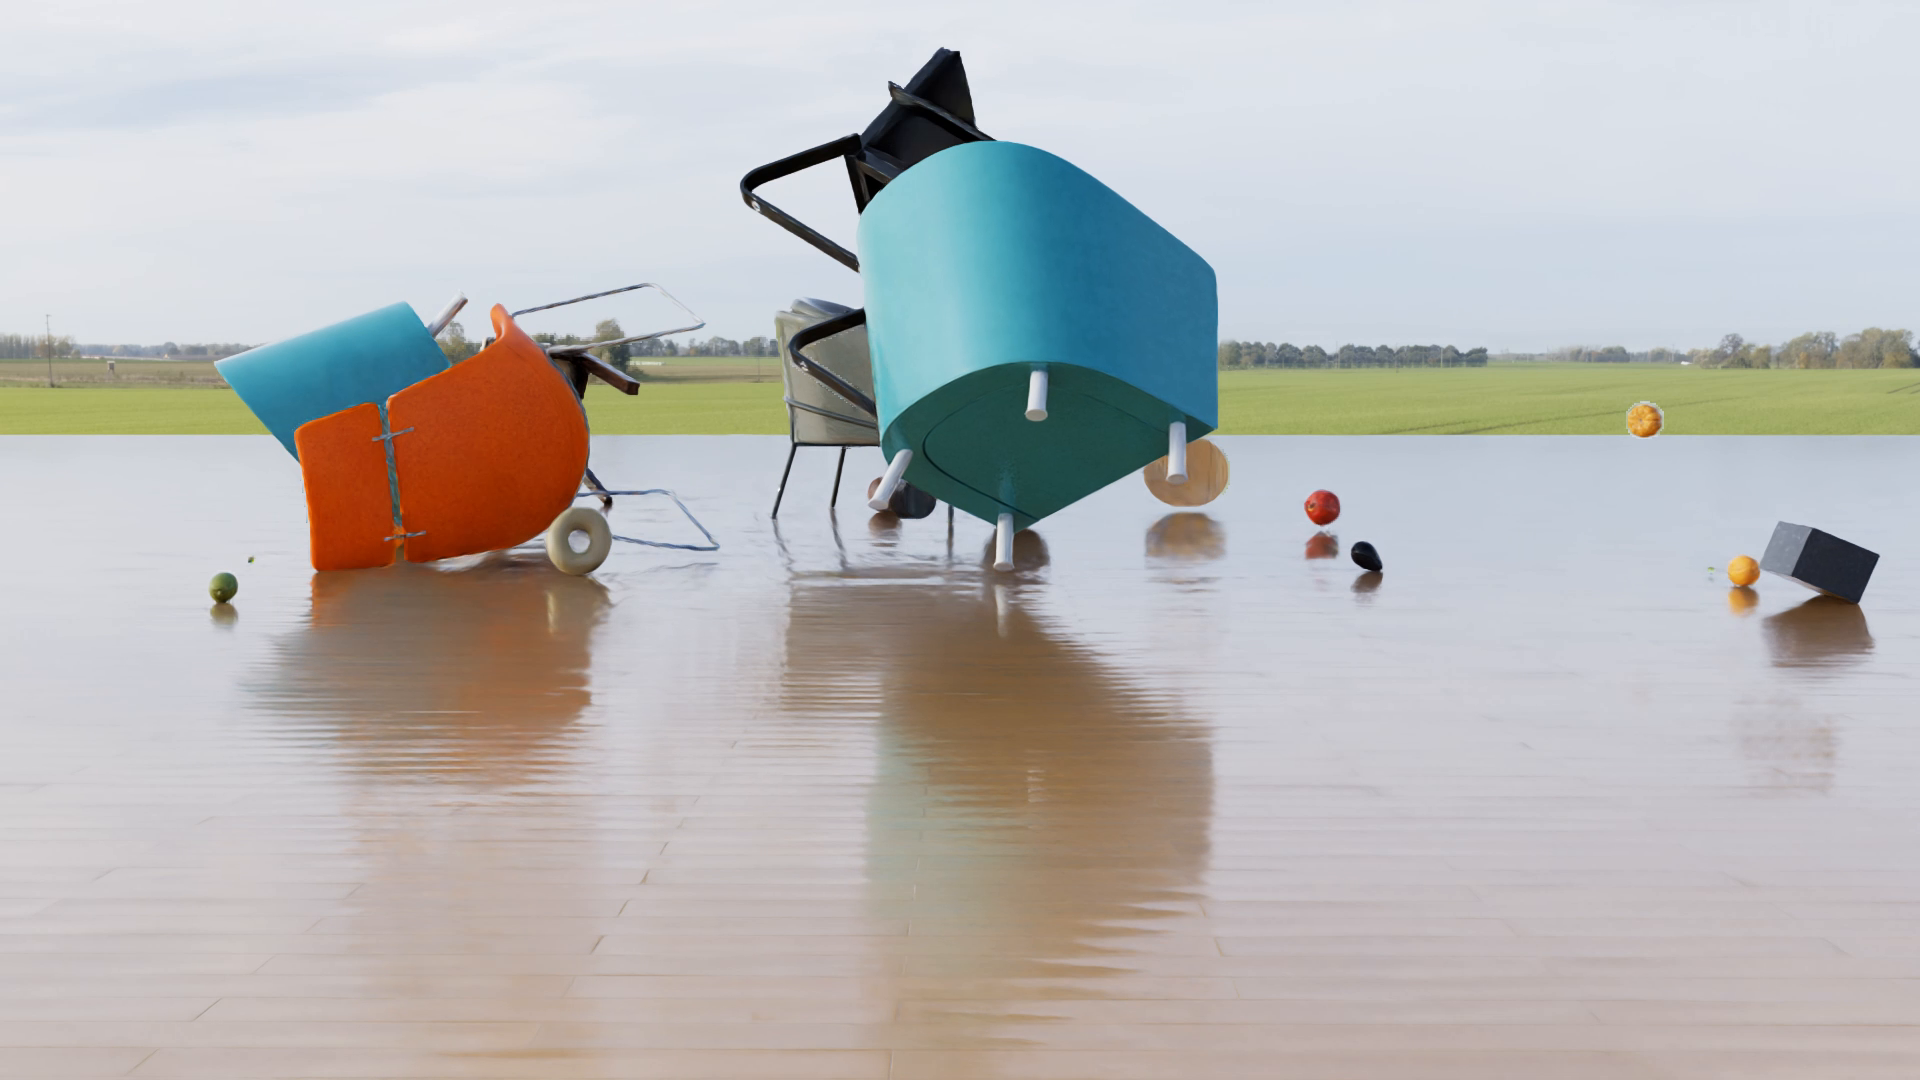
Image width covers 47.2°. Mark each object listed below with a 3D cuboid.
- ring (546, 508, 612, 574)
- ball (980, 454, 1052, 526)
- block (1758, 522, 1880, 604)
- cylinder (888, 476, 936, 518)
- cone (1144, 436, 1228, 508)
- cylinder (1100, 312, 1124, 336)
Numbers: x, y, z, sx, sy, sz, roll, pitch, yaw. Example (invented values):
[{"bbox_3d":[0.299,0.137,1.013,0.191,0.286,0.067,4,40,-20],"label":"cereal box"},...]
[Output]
[{"bbox_3d":[-0.921,0.001,5.320,0.156,0.176,0.057,28,-27,-3],"label":"ring"},{"bbox_3d":[0.185,-0.165,7.242,0.234,0.234,0.234,0,4,0],"label":"ball"},{"bbox_3d":[1.833,0.046,4.699,0.153,0.111,0.209,22,4,0],"label":"block"},{"bbox_3d":[-0.124,-0.112,5.750,0.113,0.111,0.063,3,0,-41],"label":"cylinder"},{"bbox_3d":[0.866,-0.225,8.412,0.320,0.276,0.348,4,-10,7],"label":"cone"},{"bbox_3d":[0.410,-0.580,5.922,0.059,0.037,0.071,23,24,-13],"label":"cylinder"}]
